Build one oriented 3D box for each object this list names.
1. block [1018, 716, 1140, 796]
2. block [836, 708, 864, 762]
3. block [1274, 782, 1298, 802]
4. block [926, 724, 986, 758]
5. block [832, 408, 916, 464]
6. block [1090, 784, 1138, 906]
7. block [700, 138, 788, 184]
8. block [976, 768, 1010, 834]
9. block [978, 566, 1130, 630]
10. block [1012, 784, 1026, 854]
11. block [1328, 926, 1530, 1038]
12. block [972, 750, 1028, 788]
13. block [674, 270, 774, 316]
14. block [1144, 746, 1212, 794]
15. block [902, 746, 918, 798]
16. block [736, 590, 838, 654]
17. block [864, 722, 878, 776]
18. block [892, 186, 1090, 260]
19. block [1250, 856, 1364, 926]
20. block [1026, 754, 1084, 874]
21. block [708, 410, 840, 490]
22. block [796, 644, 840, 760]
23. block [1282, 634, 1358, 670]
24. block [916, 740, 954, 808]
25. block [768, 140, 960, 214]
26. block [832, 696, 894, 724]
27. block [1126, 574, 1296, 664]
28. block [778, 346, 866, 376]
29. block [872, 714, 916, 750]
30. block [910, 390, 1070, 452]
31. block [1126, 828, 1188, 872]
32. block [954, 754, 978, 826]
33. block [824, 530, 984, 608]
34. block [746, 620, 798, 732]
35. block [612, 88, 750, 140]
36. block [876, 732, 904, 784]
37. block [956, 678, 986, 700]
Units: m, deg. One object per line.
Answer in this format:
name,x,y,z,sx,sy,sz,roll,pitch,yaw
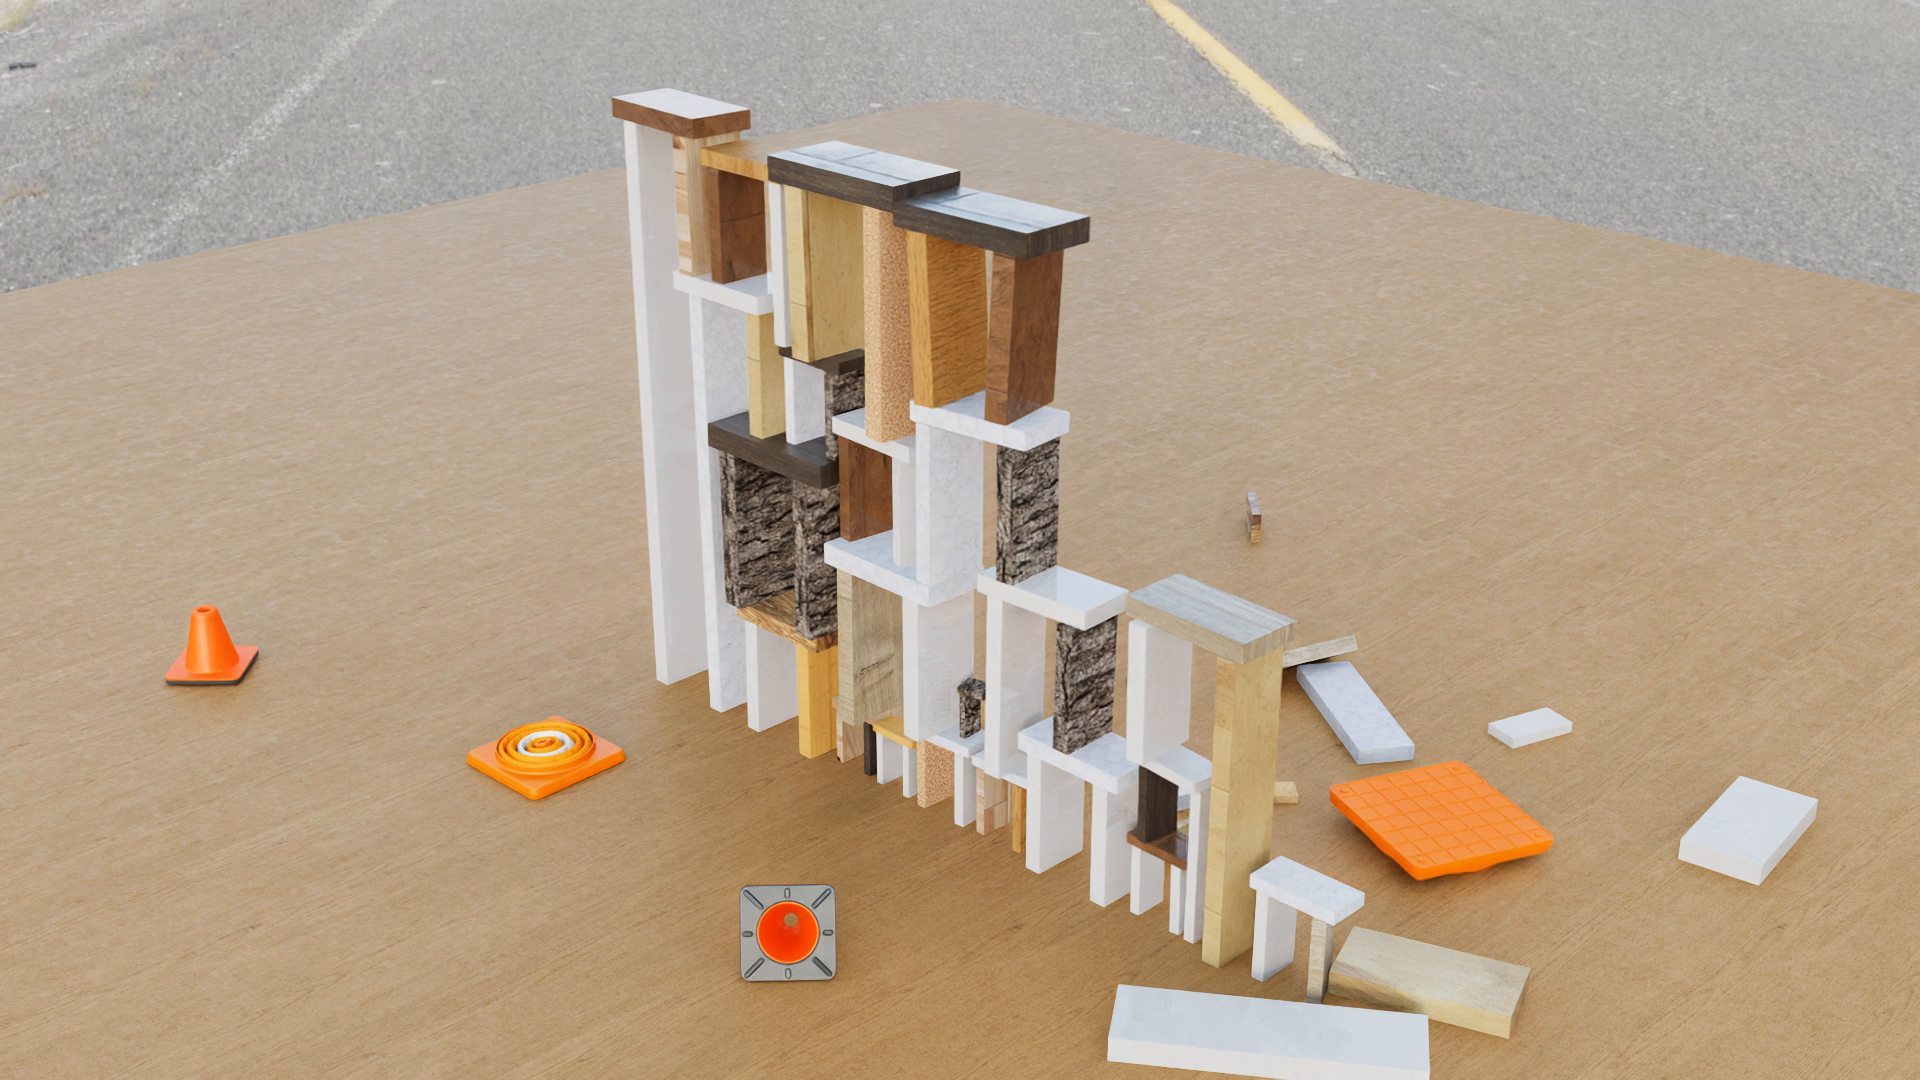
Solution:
block,0.243,0.398,4.136,0.125,0.035,0.250,-21,31,-40
block,-0.231,0.403,4.652,0.018,0.125,0.063,21,31,40
block,0.632,0.518,4.518,0.116,0.016,0.058,0,23,0
block,-0.017,0.388,4.409,0.159,0.023,0.080,19,30,38
block,-0.130,-0.208,4.269,0.115,0.033,0.230,-19,30,-38
block,0.302,0.553,4.137,0.035,0.250,0.125,21,31,41
block,-0.391,-0.744,4.319,0.233,0.033,0.117,21,31,40
block,0.067,0.508,4.377,0.072,0.145,0.021,-20,30,-40
block,0.173,0.095,4.092,0.259,0.037,0.130,19,29,38
block,0.136,0.536,4.312,0.021,0.145,0.072,20,30,39
block,0.826,0.776,3.874,0.319,0.045,0.159,10,25,23
block,0.101,0.443,4.318,0.145,0.021,0.072,20,30,39
block,-0.446,-0.515,4.468,0.134,0.038,0.268,-21,30,-40
block,0.395,0.405,3.955,0.079,0.022,0.157,-18,29,-35
block,-0.090,0.465,4.514,0.017,0.117,0.058,21,31,41
block,-0.342,0.164,4.667,0.129,0.036,0.257,-21,31,-40
block,-0.172,0.426,4.598,0.018,0.125,0.063,21,31,40
block,0.054,-0.568,3.915,0.328,0.046,0.164,21,30,40
block,0.604,0.610,3.832,0.179,0.025,0.090,21,31,40
block,0.184,0.507,4.245,0.125,0.250,0.035,-21,31,-41
block,-0.338,-0.194,4.510,0.348,0.049,0.174,21,31,40
block,-0.283,0.324,4.668,0.129,0.257,0.036,-21,31,-40
block,0.768,0.267,5.009,0.247,0.035,0.123,-11,-7,-25
block,-0.050,0.459,4.476,0.080,0.159,0.023,-21,30,-40
block,-0.183,-0.684,4.127,0.345,0.049,0.172,21,31,40
block,-0.202,0.349,4.596,0.125,0.018,0.063,21,31,40
block,0.434,0.135,3.818,0.136,0.039,0.272,-20,30,-38
block,-0.267,-0.369,4.364,0.090,0.026,0.181,-21,31,-40
block,-0.118,0.393,4.513,0.117,0.017,0.058,21,31,41
block,0.054,-0.229,4.071,0.270,0.038,0.135,17,28,36
block,0.384,0.561,4.046,0.072,0.020,0.143,-21,31,-40
block,0.025,0.487,4.408,0.023,0.159,0.080,19,30,38
block,-0.112,0.047,4.354,0.151,0.043,0.302,-21,31,-40
block,-0.402,0.277,4.778,0.036,0.257,0.129,23,32,40
block,-0.569,-0.869,4.475,0.142,0.040,0.284,-19,30,-38
block,-0.145,0.444,4.565,0.017,0.117,0.059,21,31,41
block,0.048,0.297,4.328,0.097,0.014,0.049,13,26,29
